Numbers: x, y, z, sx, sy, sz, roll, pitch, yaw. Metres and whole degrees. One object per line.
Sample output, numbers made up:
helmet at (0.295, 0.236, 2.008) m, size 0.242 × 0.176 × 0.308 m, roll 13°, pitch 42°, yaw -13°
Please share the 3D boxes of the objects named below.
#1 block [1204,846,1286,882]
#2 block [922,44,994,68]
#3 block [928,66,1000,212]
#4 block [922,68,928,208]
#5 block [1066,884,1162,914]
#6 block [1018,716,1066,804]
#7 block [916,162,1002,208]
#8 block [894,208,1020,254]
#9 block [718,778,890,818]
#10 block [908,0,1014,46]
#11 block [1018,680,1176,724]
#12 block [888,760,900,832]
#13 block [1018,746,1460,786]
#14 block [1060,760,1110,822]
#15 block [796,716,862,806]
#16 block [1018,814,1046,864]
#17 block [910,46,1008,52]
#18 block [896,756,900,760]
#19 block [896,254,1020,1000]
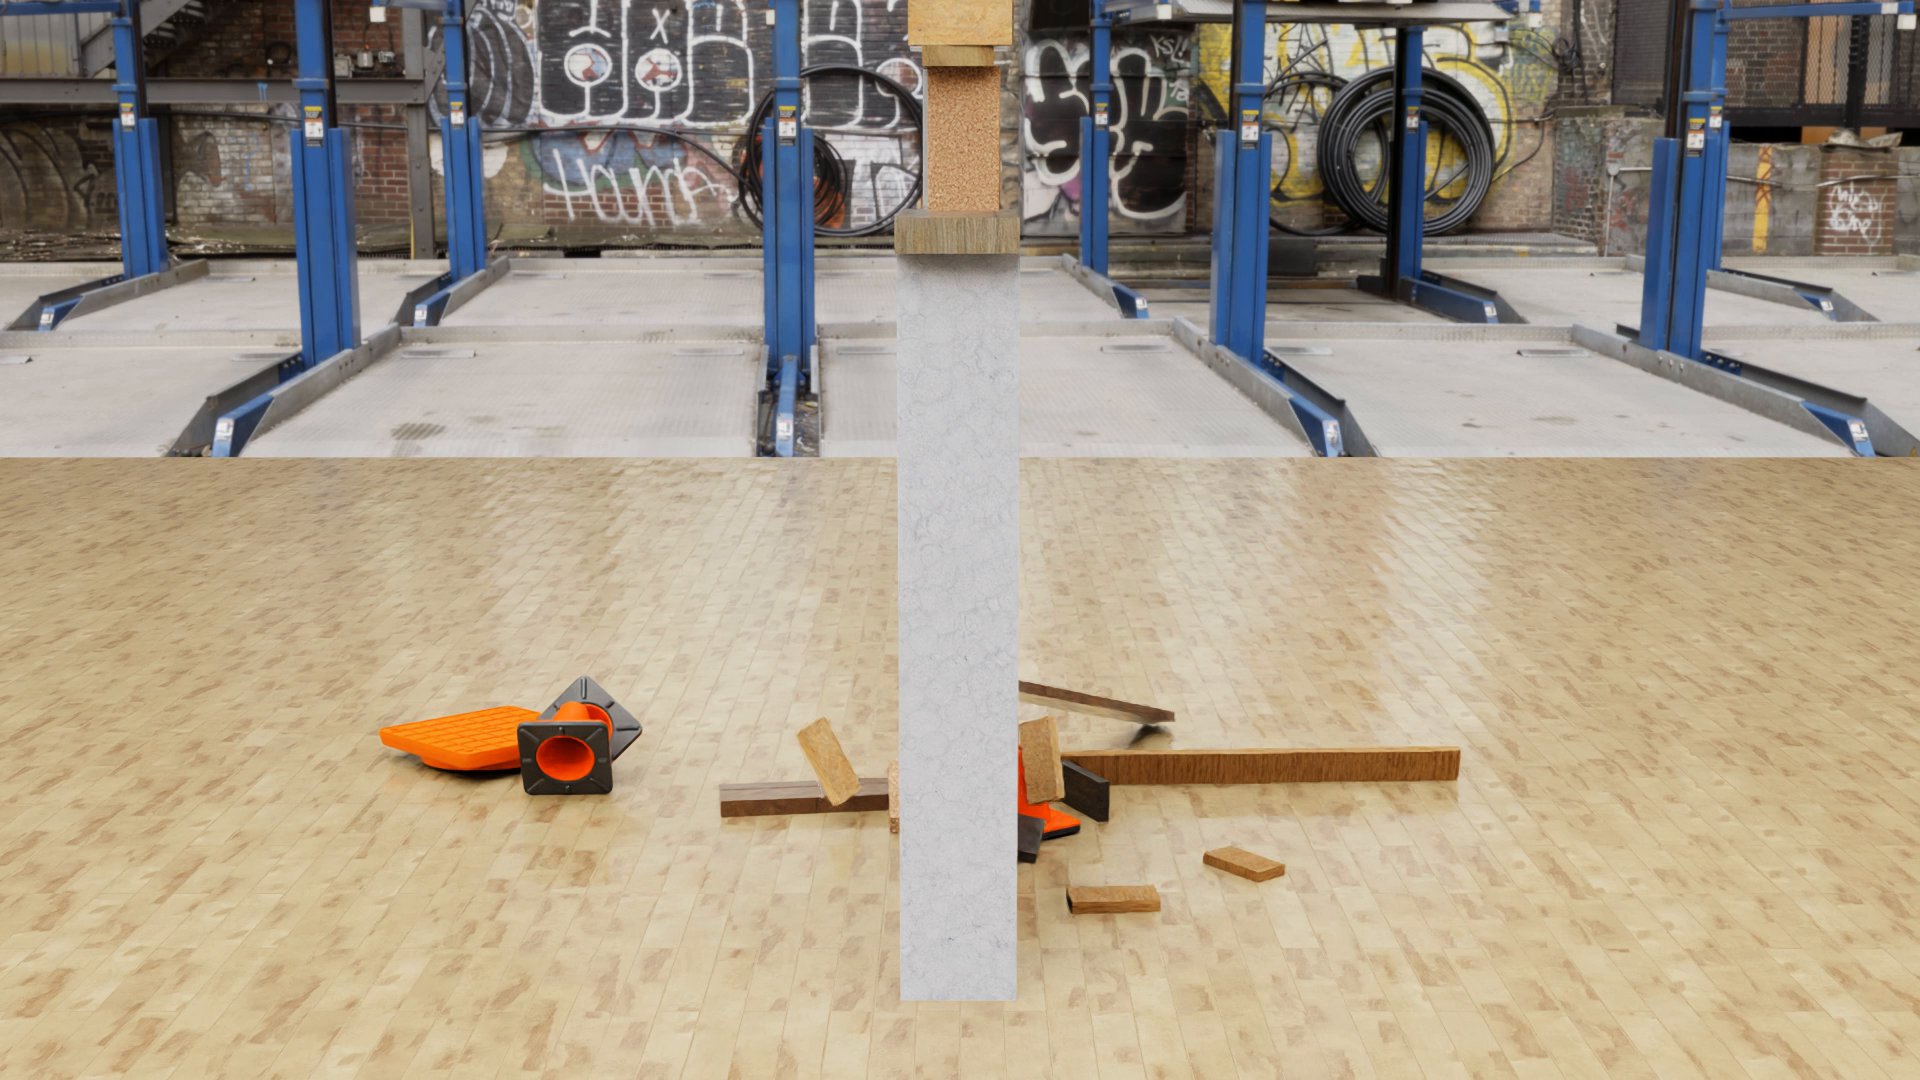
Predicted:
block at (0.489, 0.558, 3.790) m, size 0.066 × 0.019 × 0.131 m, roll -8°, pitch 13°, yaw -38°
block at (-0.003, -0.717, 3.270) m, size 0.104 × 0.029 × 0.208 m, roll 0°, pitch 11°, yaw 0°
block at (0.006, -0.589, 3.227) m, size 0.104 × 0.208 × 0.029 m, roll 1°, pitch 11°, yaw 5°
block at (-0.004, -0.593, 3.360) m, size 0.104 × 0.248 × 0.029 m, roll 0°, pitch 11°, yaw 1°
block at (0.252, 0.590, 3.611) m, size 0.146 × 0.021 × 0.073 m, roll -1°, pitch 11°, yaw -5°
block at (0.146, 0.394, 3.924) m, size 0.021 × 0.146 × 0.073 m, roll 8°, pitch -20°, yaw -44°
block at (-0.002, -0.567, 3.534) m, size 0.075 × 0.021 × 0.150 m, roll 17°, pitch -38°, yaw -22°
block at (-0.003, -0.444, 3.151) m, size 0.170 × 0.048 × 0.340 m, roll 0°, pitch 11°, yaw 0°
block at (-0.252, 0.484, 4.155) m, size 0.402 × 0.031 × 0.109 m, roll -1°, pitch 11°, yaw -8°
block at (0.001, -0.863, 3.155) m, size 0.149 × 0.299 × 0.042 m, roll 1°, pitch 11°, yaw 4°
block at (0.246, 0.324, 4.346) m, size 0.073 × 0.021 × 0.810 m, roll -8°, pitch -11°, yaw 26°
block at (-0.077, 0.475, 4.079) m, size 0.109 × 0.031 × 0.219 m, roll 1°, pitch 22°, yaw -3°
block at (0.495, 0.441, 4.283) m, size 0.961 × 0.066 × 0.019 m, roll 0°, pitch 23°, yaw -3°
block at (0.230, 0.469, 4.115) m, size 0.021 × 0.075 × 0.159 m, roll -5°, pitch 12°, yaw -26°
block at (-0.240, 0.406, 4.039) m, size 0.021 × 0.150 × 0.075 m, roll -26°, pitch 4°, yaw 32°
block at (0.110, 0.525, 3.881) m, size 0.066 × 0.019 × 0.131 m, roll 11°, pitch 22°, yaw 6°
block at (-0.001, -0.899, 3.352) m, size 0.149 × 0.299 × 0.042 m, roll 0°, pitch 8°, yaw 0°
block at (-0.060, 0.434, 4.337) m, size 0.109 × 0.031 × 0.219 m, roll 1°, pitch 2°, yaw 5°
block at (-0.002, 0.135, 3.143) m, size 0.170 × 1.087 × 0.048 m, roll 0°, pitch 10°, yaw 0°
